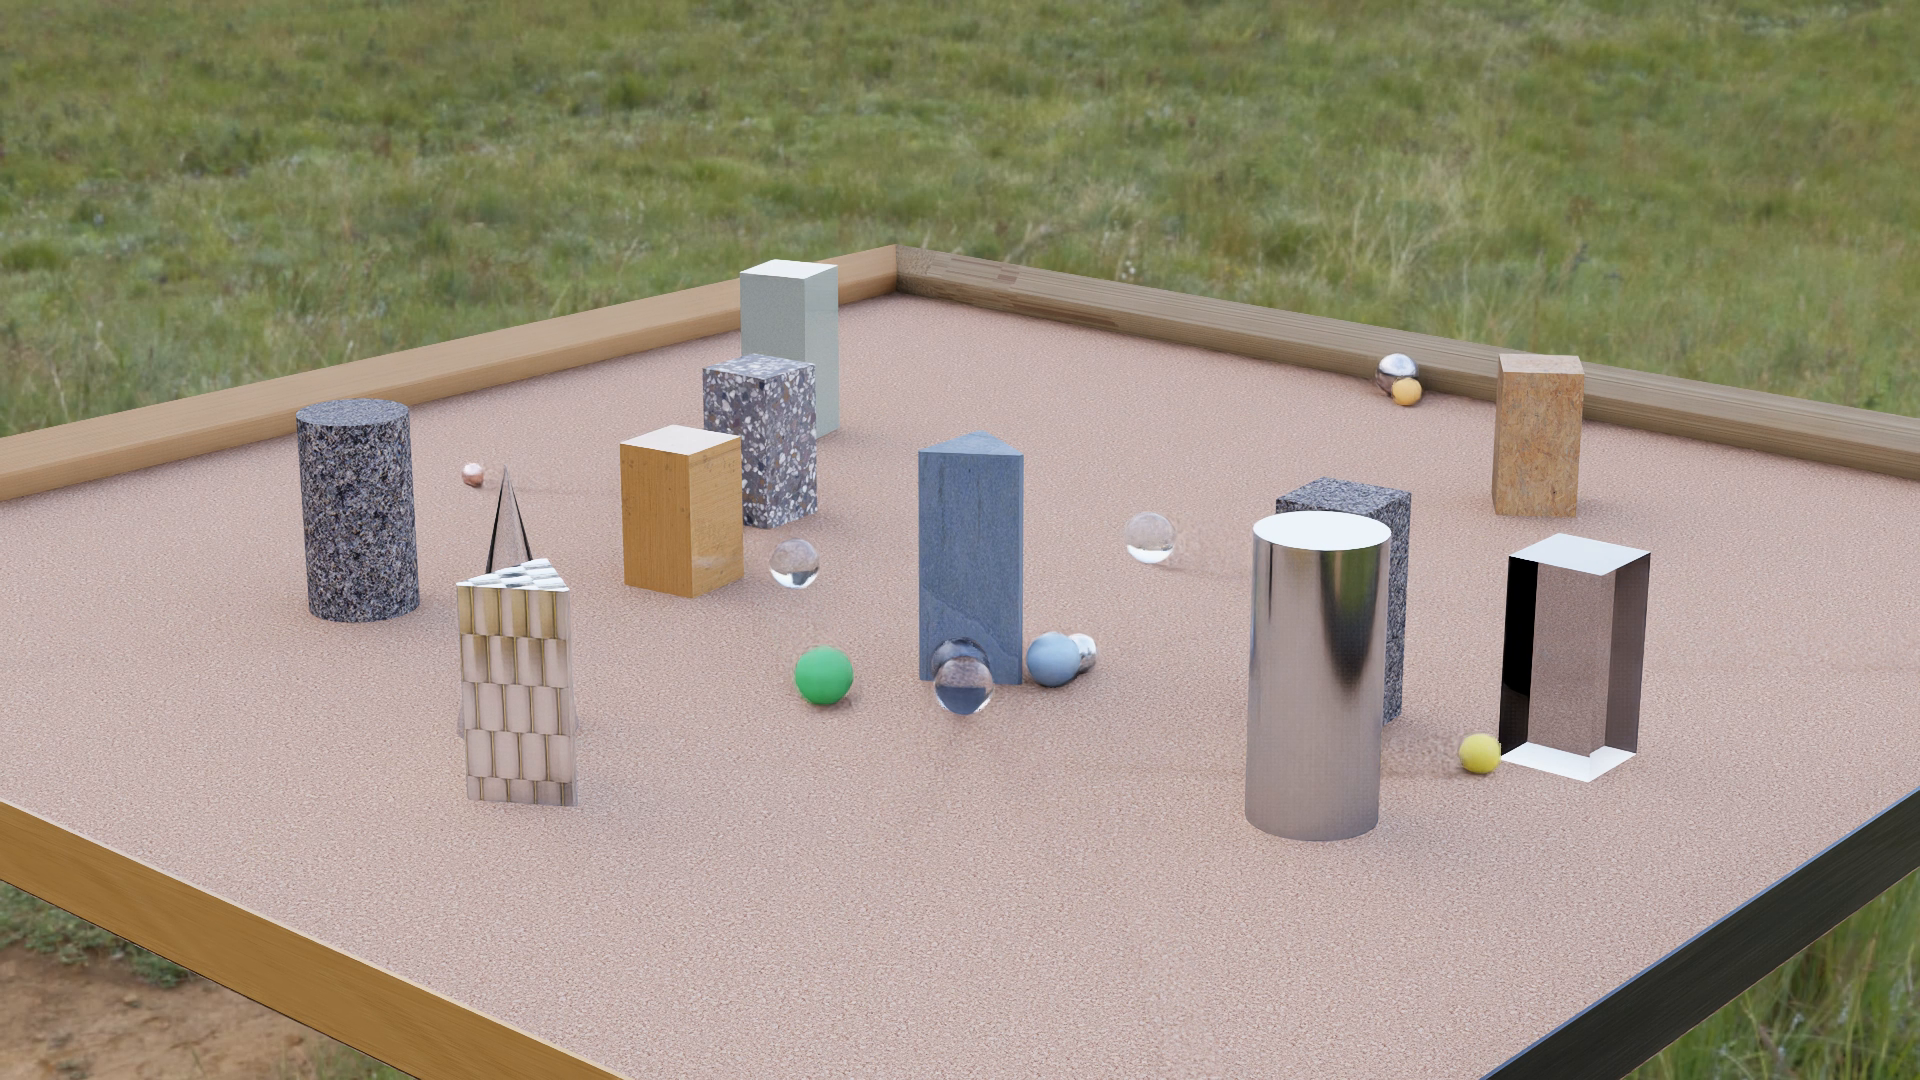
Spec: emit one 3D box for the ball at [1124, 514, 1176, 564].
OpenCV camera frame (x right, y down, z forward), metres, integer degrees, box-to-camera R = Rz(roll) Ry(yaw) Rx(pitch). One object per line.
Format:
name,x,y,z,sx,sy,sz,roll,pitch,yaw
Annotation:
ball,0.343,-0.003,5.290,0.091,0.091,0.091,0,17,0

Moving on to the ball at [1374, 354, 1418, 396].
ball,0.965,-0.366,6.484,0.094,0.094,0.094,0,17,0

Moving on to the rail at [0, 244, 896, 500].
rail,-1.327,-0.303,6.224,0.045,0.122,3.598,14,22,39

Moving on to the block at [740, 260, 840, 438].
block,-0.355,-0.396,6.143,0.150,0.349,0.150,8,18,24

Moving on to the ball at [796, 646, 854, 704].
ball,-0.212,0.211,4.581,0.091,0.091,0.091,0,17,0

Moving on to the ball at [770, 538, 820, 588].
ball,-0.289,0.041,5.148,0.089,0.089,0.089,0,17,0

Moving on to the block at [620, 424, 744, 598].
block,-0.488,-0.052,5.160,0.150,0.259,0.150,10,20,31

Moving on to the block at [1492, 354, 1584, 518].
block,1.106,-0.201,5.618,0.150,0.280,0.150,2,17,7

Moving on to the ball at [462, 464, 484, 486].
ball,-0.962,-0.128,5.784,0.044,0.044,0.044,0,17,0

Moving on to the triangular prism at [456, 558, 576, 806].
triangular prism,-0.614,0.201,4.214,0.163,0.323,0.141,3,17,10

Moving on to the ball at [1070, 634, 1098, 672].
ball,0.192,0.182,4.725,0.063,0.063,0.063,0,17,0

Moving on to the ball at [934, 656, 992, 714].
ball,0.006,0.225,4.537,0.091,0.091,0.091,0,17,0

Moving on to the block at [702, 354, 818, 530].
block,-0.378,-0.188,5.556,0.150,0.291,0.150,12,20,34

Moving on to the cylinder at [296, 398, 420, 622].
cylinder,-1.028,-0.052,5.012,0.188,0.344,0.188,0,17,0

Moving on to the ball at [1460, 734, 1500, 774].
ball,0.762,0.313,4.300,0.059,0.059,0.059,0,17,0

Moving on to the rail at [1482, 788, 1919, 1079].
rail,1.327,0.364,4.018,0.045,0.122,3.598,14,22,39

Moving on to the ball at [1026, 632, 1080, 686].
ball,0.149,0.189,4.662,0.086,0.086,0.086,0,17,0

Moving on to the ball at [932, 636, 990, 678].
ball,0.001,0.198,4.625,0.092,0.092,0.092,0,17,0

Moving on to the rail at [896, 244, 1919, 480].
rail,1.164,-0.357,6.404,3.563,0.122,0.045,14,22,39

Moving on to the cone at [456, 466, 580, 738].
cone,-0.677,0.085,4.433,0.188,0.418,0.188,0,17,0

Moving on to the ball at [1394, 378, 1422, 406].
ball,0.978,-0.323,6.400,0.062,0.062,0.062,0,17,0

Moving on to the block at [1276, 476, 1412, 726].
block,0.579,0.104,4.473,0.150,0.358,0.150,11,20,33

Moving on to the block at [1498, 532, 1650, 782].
block,0.905,0.171,4.325,0.150,0.316,0.150,14,21,38

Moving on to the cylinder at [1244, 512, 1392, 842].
cylinder,0.497,0.188,4.085,0.188,0.422,0.188,0,17,0

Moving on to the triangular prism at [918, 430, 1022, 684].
triangular prism,0.026,0.025,4.697,0.163,0.379,0.141,2,17,7

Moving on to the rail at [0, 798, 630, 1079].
rail,-1.164,0.419,3.838,3.563,0.122,0.045,14,22,39
